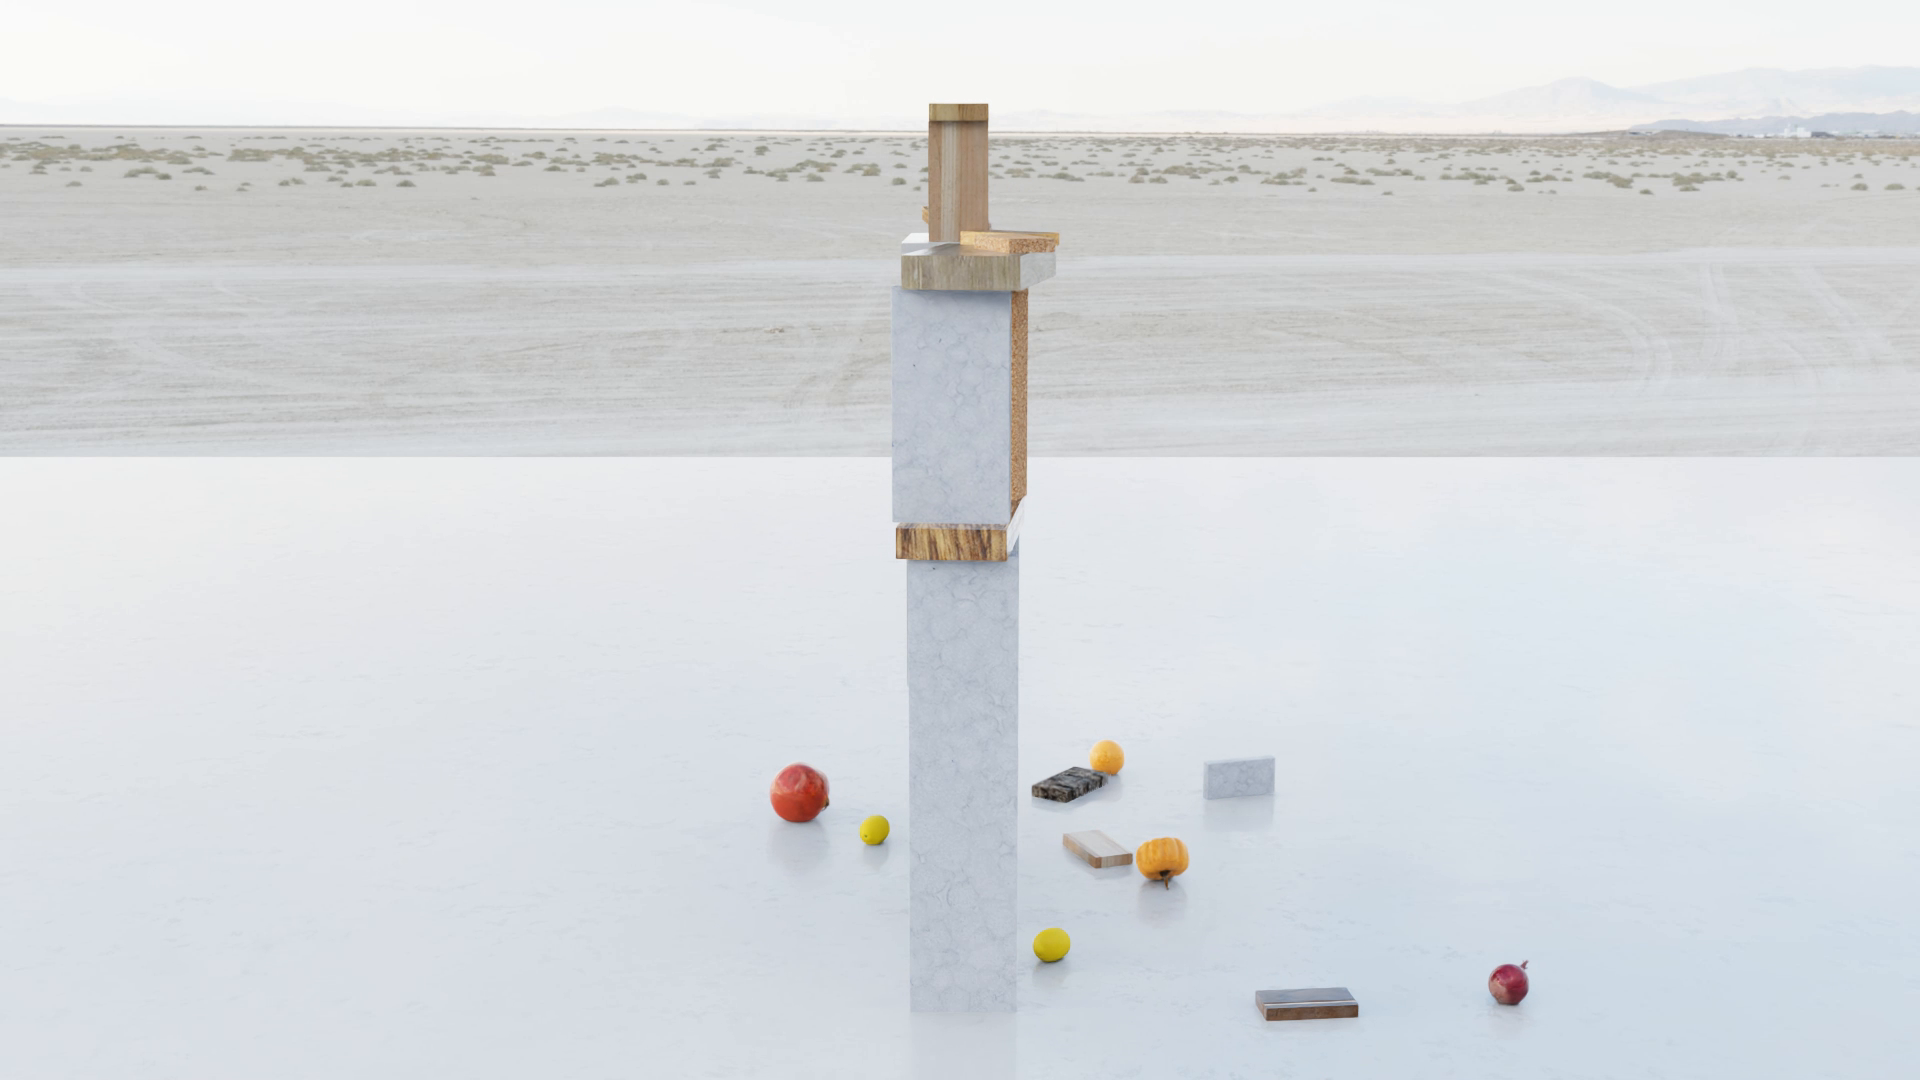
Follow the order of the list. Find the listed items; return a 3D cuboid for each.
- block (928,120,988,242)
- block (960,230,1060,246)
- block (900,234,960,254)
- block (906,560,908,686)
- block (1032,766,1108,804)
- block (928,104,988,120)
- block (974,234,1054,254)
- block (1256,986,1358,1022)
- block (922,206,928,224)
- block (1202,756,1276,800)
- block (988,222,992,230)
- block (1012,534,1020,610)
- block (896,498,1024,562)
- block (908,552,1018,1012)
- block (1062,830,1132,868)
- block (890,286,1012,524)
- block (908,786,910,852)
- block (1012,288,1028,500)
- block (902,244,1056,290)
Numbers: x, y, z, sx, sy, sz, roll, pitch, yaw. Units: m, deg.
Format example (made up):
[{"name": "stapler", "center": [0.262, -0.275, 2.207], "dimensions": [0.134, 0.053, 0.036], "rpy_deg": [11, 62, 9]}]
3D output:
[{"name": "block", "center": [-0.003, -0.541, 3.316], "dimensions": [0.090, 0.179, 0.025], "rpy_deg": [0, 11, 1]}, {"name": "block", "center": [0.073, -0.442, 3.224], "dimensions": [0.135, 0.019, 0.068], "rpy_deg": [10, 15, 44]}, {"name": "block", "center": [-0.003, -0.451, 3.451], "dimensions": [0.163, 0.046, 0.327], "rpy_deg": [0, 10, 1]}, {"name": "block", "center": [-0.007, 0.080, 3.661], "dimensions": [0.163, 0.327, 0.046], "rpy_deg": [0, 11, 0]}, {"name": "block", "center": [0.213, 0.472, 4.245], "dimensions": [0.077, 0.022, 0.155], "rpy_deg": [7, 13, 34]}, {"name": "block", "center": [-0.001, -0.652, 3.356], "dimensions": [0.090, 0.025, 0.179], "rpy_deg": [0, 10, 0]}, {"name": "block", "center": [0.076, -0.416, 3.087], "dimensions": [0.068, 0.019, 0.135], "rpy_deg": [-4, 11, -20]}, {"name": "block", "center": [0.501, 0.671, 3.181], "dimensions": [0.135, 0.019, 0.067], "rpy_deg": [-1, 11, -6]}, {"name": "block", "center": [-0.008, -0.526, 3.610], "dimensions": [0.077, 0.022, 0.155], "rpy_deg": [-4, 18, -12]}, {"name": "block", "center": [0.534, 0.454, 4.207], "dimensions": [0.141, 0.071, 0.020], "rpy_deg": [-3, 11, -18]}, {"name": "block", "center": [0.022, -0.462, 3.690], "dimensions": [0.077, 0.155, 0.022], "rpy_deg": [2, 43, 13]}, {"name": "block", "center": [0.011, 0.132, 3.310], "dimensions": [0.154, 0.308, 0.044], "rpy_deg": [0, 11, -1]}, {"name": "block", "center": [0.004, -0.021, 3.175], "dimensions": [0.154, 0.044, 0.308], "rpy_deg": [1, 11, 6]}, {"name": "block", "center": [0.005, 0.349, 3.132], "dimensions": [0.154, 0.669, 0.044], "rpy_deg": [0, 11, 0]}, {"name": "block", "center": [0.242, 0.543, 3.868], "dimensions": [0.071, 0.020, 0.141], "rpy_deg": [-4, 11, -21]}, {"name": "block", "center": [-0.011, -0.188, 3.058], "dimensions": [0.163, 0.327, 0.046], "rpy_deg": [1, 11, 5]}, {"name": "block", "center": [0.003, 0.496, 3.306], "dimensions": [0.158, 0.317, 0.045], "rpy_deg": [0, 11, 0]}, {"name": "block", "center": [0.016, -0.229, 3.276], "dimensions": [0.163, 0.327, 0.046], "rpy_deg": [4, 11, 20]}, {"name": "block", "center": [0.032, -0.389, 3.118], "dimensions": [0.163, 0.046, 0.327], "rpy_deg": [2, 11, 11]}]
